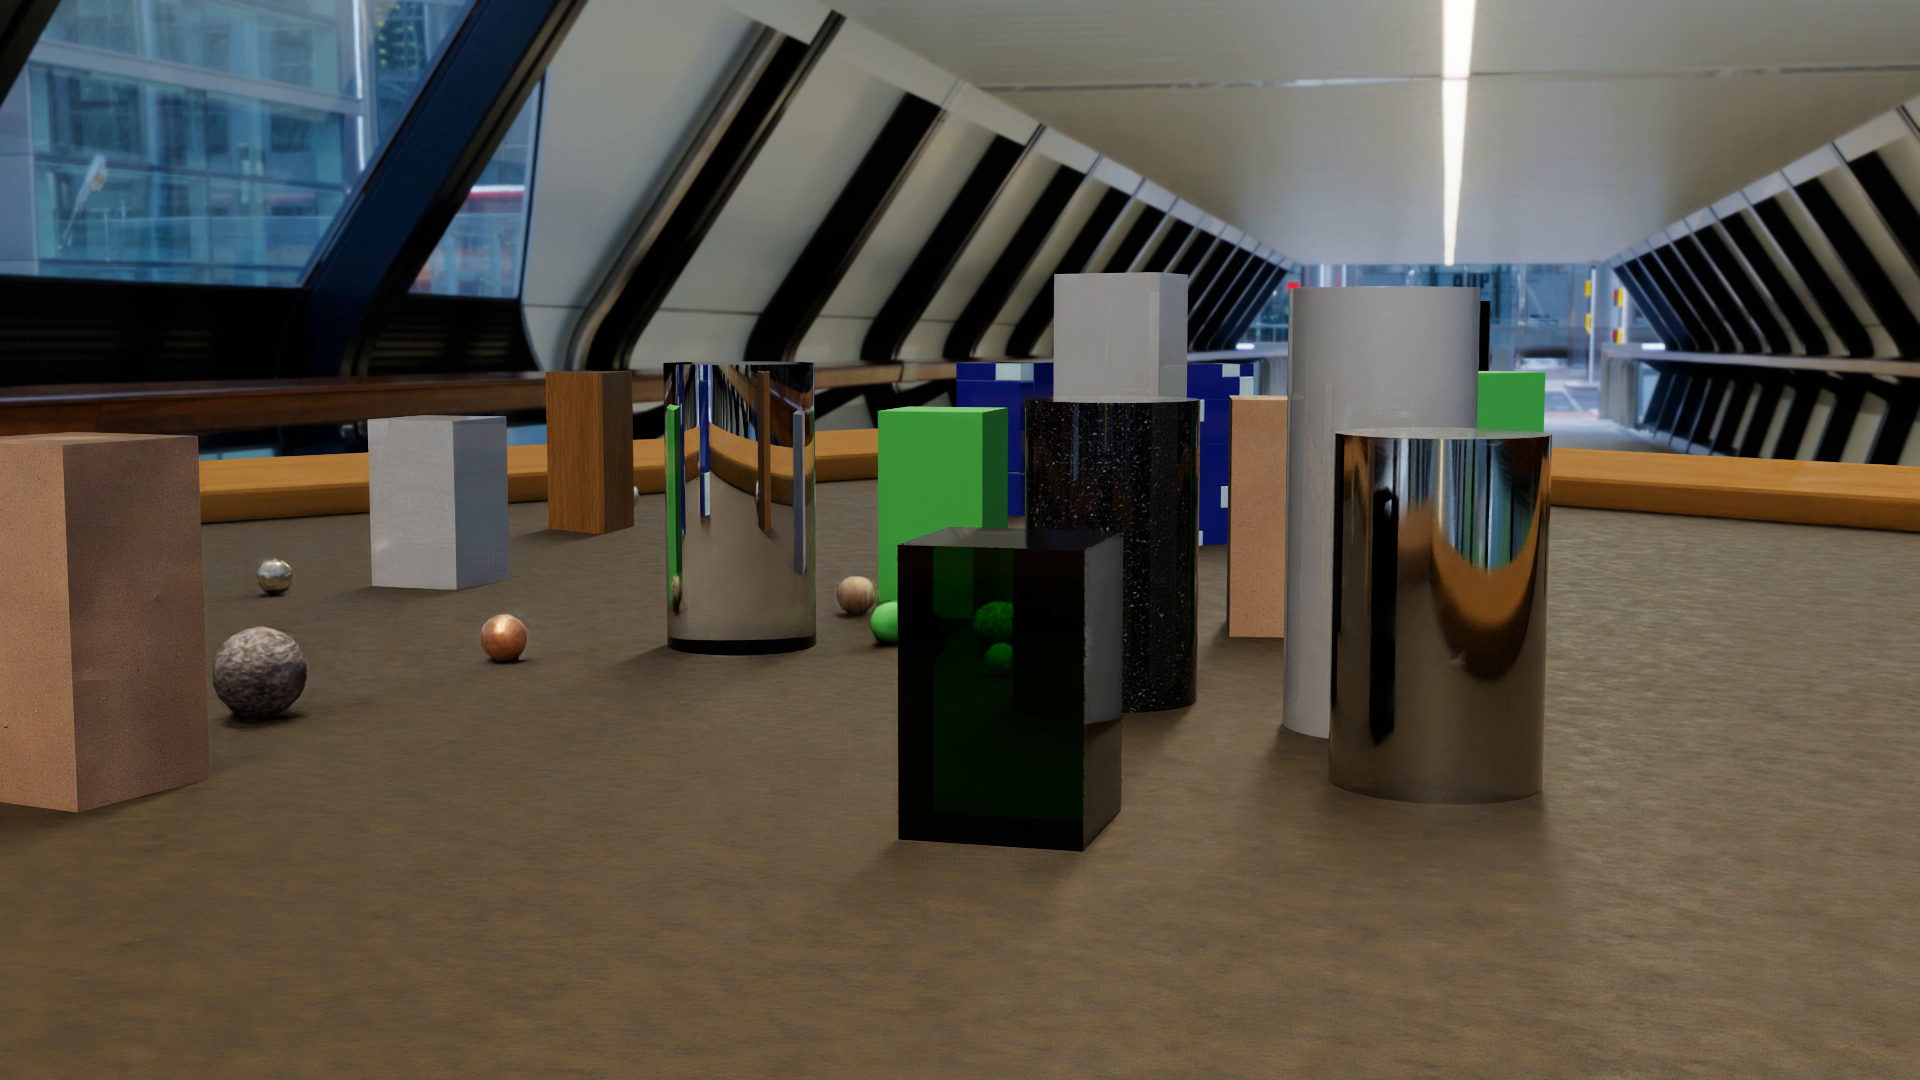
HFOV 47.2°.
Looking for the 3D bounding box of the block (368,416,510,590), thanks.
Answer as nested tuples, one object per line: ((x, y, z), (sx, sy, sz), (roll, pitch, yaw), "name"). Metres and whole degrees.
((-0.854, -0.065, 3.609), (0.160, 0.270, 0.160), (2, 6, 20), "block")

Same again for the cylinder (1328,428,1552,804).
((0.451, 0.065, 2.072), (0.199, 0.331, 0.199), (0, 6, 0), "cylinder")

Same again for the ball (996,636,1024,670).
((0.065, 0.141, 2.739), (0.041, 0.041, 0.041), (0, 6, 0), "ball")

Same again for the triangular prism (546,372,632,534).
((-0.730, -0.183, 4.500), (0.173, 0.321, 0.150), (5, 8, 42), "triangular prism")

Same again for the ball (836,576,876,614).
((-0.152, 0.081, 3.236), (0.057, 0.057, 0.057), (0, 6, 0), "ball")

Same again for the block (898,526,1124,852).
((0.046, 0.123, 1.901), (0.160, 0.251, 0.160), (2, 6, 16), "block")

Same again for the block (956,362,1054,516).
((0.100, -0.229, 4.892), (0.160, 0.330, 0.160), (3, 7, 29), "block")

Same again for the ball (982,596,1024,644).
((0.063, 0.108, 2.931), (0.066, 0.066, 0.066), (0, 6, 0), "ball")

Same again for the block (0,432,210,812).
((-0.823, 0.069, 2.048), (0.160, 0.328, 0.160), (3, 7, 26), "block")

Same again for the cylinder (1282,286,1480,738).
((0.448, -0.034, 2.350), (0.199, 0.469, 0.199), (0, 6, 0), "cylinder")

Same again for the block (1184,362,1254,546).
((0.454, -0.170, 4.264), (0.160, 0.343, 0.160), (-3, 7, -30), "block")

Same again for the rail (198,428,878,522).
((-1.373, -0.120, 4.811), (4.388, 0.130, 0.045), (-5, 8, -42), "rail")

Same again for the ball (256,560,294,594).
((-1.080, 0.058, 3.467), (0.055, 0.055, 0.055), (0, 6, 0), "ball")

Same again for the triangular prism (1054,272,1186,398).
((0.232, -0.089, 2.774), (0.150, 0.490, 0.173), (-5, 8, -42), "triangular prism")

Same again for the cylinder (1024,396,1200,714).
((0.174, 0.011, 2.523), (0.199, 0.345, 0.199), (0, 6, 0), "cylinder")

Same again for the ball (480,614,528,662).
((-0.582, 0.125, 2.805), (0.060, 0.060, 0.060), (0, 6, 0), "ball")

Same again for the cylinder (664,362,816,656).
((-0.292, -0.047, 2.932), (0.199, 0.376, 0.199), (0, 6, 0), "cylinder")

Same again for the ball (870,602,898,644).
((-0.092, 0.112, 2.946), (0.056, 0.056, 0.056), (0, 6, 0), "ball")

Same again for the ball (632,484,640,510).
((-0.745, -0.095, 4.853), (0.073, 0.073, 0.073), (0, 6, 0), "ball")

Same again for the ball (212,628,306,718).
((-0.769, 0.145, 2.413), (0.100, 0.100, 0.100), (0, 6, 0), "ball")

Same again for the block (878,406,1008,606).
((-0.024, -0.048, 3.321), (0.160, 0.297, 0.160), (2, 6, 15), "block")

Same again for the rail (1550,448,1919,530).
((1.595, -0.119, 4.796), (0.045, 0.130, 4.096), (-5, 8, -42), "rail")

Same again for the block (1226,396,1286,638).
((0.457, -0.036, 3.073), (0.160, 0.325, 0.160), (1, 6, 5), "block")

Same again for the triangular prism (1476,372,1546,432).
((0.626, -0.031, 2.813), (0.173, 0.368, 0.150), (-3, 7, -25), "triangular prism")

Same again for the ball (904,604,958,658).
((-0.037, 0.117, 2.836), (0.070, 0.070, 0.070), (0, 6, 0), "ball")

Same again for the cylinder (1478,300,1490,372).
((0.977, -0.255, 4.496), (0.199, 0.465, 0.199), (0, 6, 0), "cylinder")
